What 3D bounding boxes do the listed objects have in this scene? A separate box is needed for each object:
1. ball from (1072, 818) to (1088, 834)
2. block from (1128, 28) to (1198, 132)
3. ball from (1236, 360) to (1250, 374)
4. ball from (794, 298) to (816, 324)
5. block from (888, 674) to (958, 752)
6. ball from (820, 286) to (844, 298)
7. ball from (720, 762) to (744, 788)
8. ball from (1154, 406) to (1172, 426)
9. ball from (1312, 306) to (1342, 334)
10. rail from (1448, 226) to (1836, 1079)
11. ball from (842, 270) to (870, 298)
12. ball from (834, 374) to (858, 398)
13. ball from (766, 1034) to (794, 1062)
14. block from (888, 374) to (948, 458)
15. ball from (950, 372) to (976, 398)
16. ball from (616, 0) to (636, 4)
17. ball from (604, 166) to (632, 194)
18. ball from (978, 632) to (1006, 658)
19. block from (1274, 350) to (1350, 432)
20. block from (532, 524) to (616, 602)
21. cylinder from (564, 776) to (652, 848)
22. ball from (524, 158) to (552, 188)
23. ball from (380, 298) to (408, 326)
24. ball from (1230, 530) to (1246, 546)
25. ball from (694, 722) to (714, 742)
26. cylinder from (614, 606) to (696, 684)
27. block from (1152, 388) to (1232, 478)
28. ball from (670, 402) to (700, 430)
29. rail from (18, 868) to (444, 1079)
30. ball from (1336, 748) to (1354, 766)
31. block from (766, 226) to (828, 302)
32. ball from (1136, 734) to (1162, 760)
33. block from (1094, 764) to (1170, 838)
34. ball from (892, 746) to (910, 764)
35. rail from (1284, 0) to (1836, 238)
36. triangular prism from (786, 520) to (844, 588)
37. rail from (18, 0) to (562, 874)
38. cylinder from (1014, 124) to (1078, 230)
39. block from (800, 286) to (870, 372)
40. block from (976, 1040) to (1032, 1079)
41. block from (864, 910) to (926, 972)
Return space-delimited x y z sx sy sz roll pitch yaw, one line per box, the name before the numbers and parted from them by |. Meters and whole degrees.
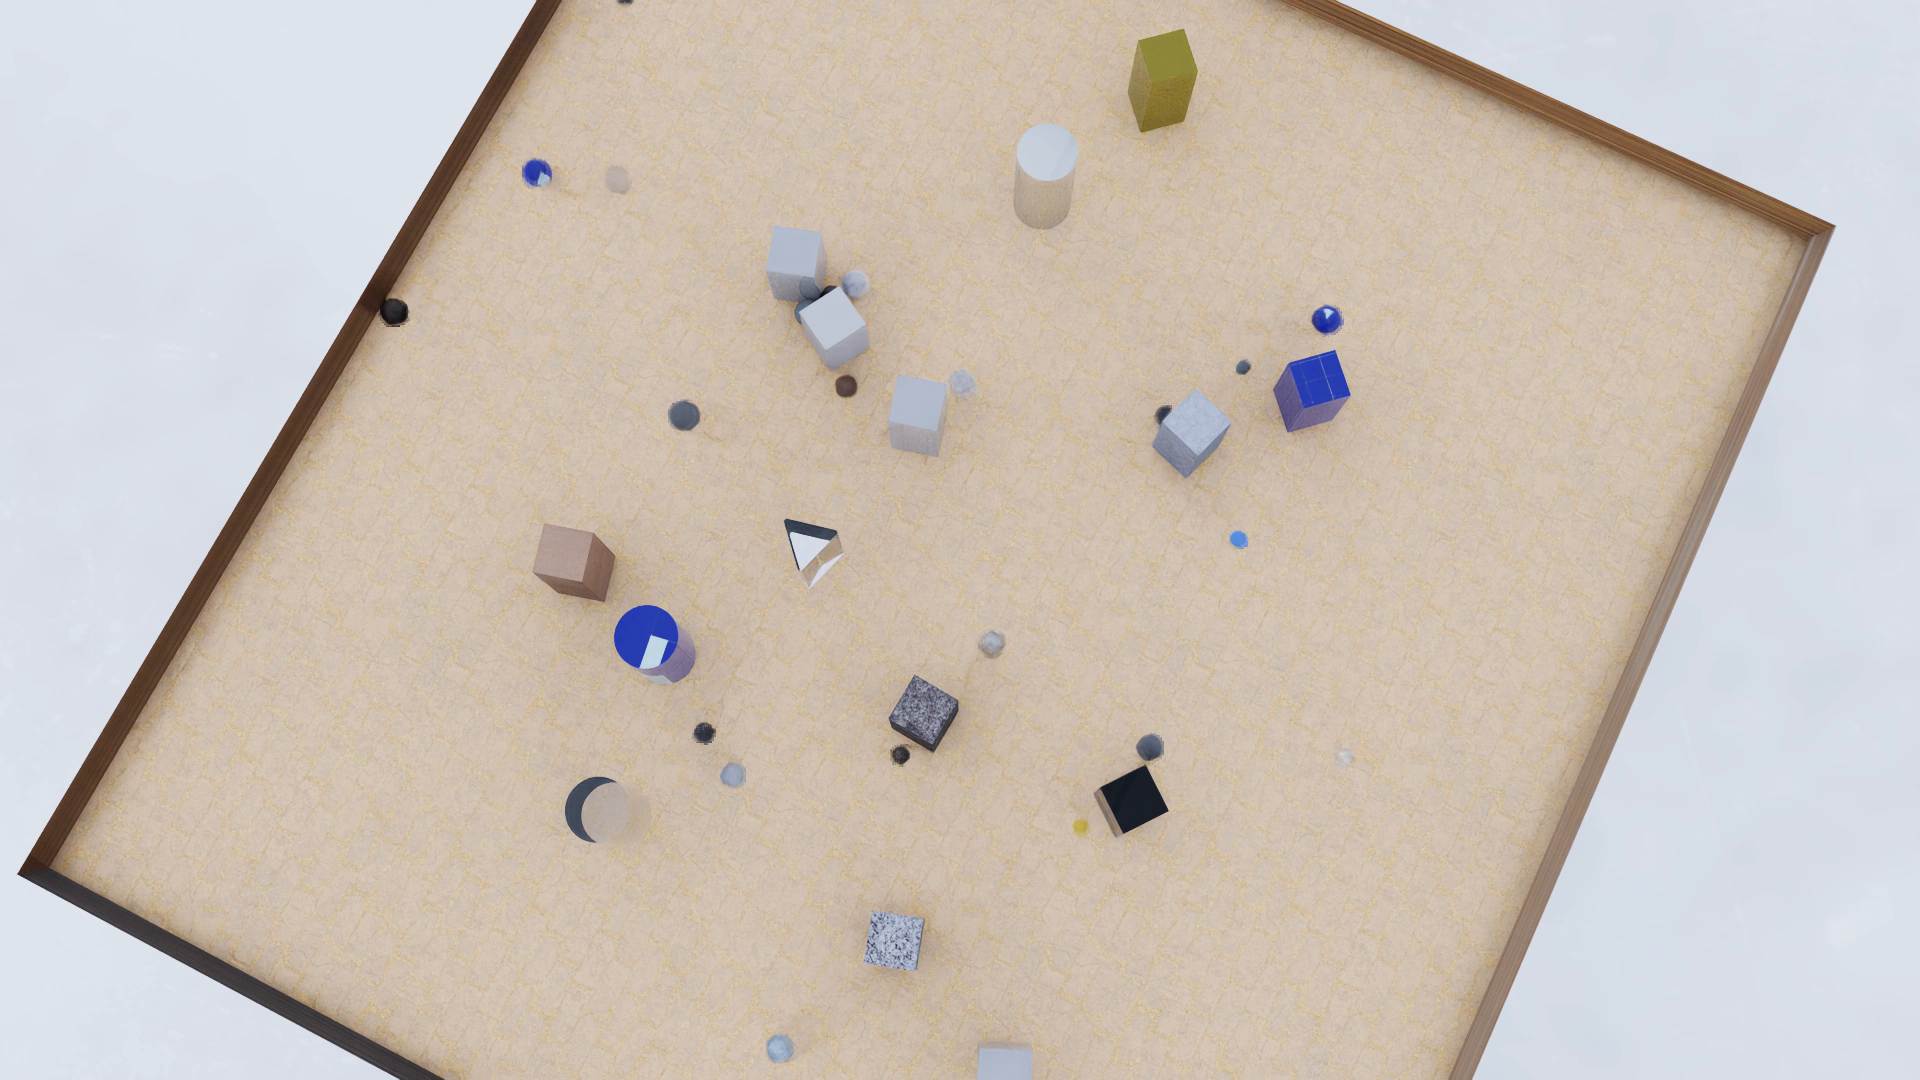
ball | 0.355 0.847 5.418 0.046 0.046 0.046 0 78 0
block | 0.631 -1.432 5.730 0.146 0.356 0.146 -15 79 -3
ball | 0.879 -0.536 5.705 0.043 0.043 0.043 0 78 0
ball | -0.473 -0.709 5.719 0.086 0.086 0.086 0 78 0
block | -0.104 0.511 5.366 0.146 0.282 0.146 30 80 6
ball | -0.398 -0.756 5.732 0.081 0.081 0.081 0 78 0
ball | -0.674 0.697 5.436 0.072 0.072 0.072 0 78 0
ball | 0.633 -0.381 5.663 0.063 0.063 0.063 0 78 0
ball | 1.143 -0.687 5.713 0.089 0.089 0.089 0 78 0
rail | 1.763 0.870 5.375 0.045 0.119 4.214 26 80 5
ball | -0.326 -0.801 5.737 0.087 0.087 0.087 0 78 0
ball | -0.353 -0.477 5.679 0.070 0.070 0.070 0 78 0
ball | -0.516 1.461 5.274 0.079 0.079 0.079 0 78 0
block | -0.125 -0.372 5.534 0.146 0.311 0.146 12 79 2
ball | 0.011 -0.481 5.674 0.082 0.082 0.082 0 78 0
ball | -1.085 -1.781 5.938 0.091 0.091 0.091 0 78 0
ball | -1.083 -1.142 5.809 0.085 0.085 0.085 0 78 0
ball | 0.095 0.315 5.510 0.081 0.081 0.081 0 78 0
block | 1.066 -0.449 5.567 0.146 0.279 0.146 -16 79 -3
block | -1.139 0.070 5.425 0.146 0.345 0.146 11 79 2
cylinder | -1.007 0.786 5.269 0.183 0.363 0.183 0 78 0
ball | -1.339 -1.163 5.811 0.090 0.090 0.090 0 78 0
ball | -1.765 -0.712 5.720 0.086 0.086 0.086 0 78 0
ball | 0.849 -0.004 5.591 0.051 0.051 0.051 0 78 0
ball | -0.765 0.573 5.468 0.058 0.058 0.058 0 78 0
cylinder | -0.890 0.310 5.371 0.183 0.356 0.183 0 78 0
block | 0.698 -0.319 5.535 0.146 0.289 0.146 44 82 8
ball | -0.847 -0.382 5.649 0.091 0.091 0.091 0 78 0
rail | -0.932 1.831 5.176 3.990 0.119 0.045 26 80 5
ball | 1.146 0.644 5.456 0.052 0.052 0.052 0 78 0
block | -0.502 -0.845 5.660 0.146 0.257 0.146 8 78 2
ball | 0.563 0.618 5.450 0.076 0.076 0.076 0 78 0
block | 0.494 0.762 5.322 0.146 0.268 0.146 -26 79 -5
ball | -0.177 0.640 5.456 0.054 0.054 0.054 0 78 0
rail | 0.932 -1.819 5.931 3.990 0.119 0.045 26 80 5
triangular prism | -0.459 0.016 5.461 0.137 0.298 0.158 43 81 8
rail | -1.763 -0.857 5.732 0.045 0.119 4.214 26 80 5
cylinder | 0.261 -1.115 5.647 0.183 0.392 0.183 0 78 0
block | -0.384 -0.645 5.632 0.146 0.231 0.146 -34 80 -7
block | 0.122 1.497 5.152 0.146 0.302 0.146 3 78 1
block | -0.186 1.148 5.255 0.146 0.243 0.146 9 78 2
